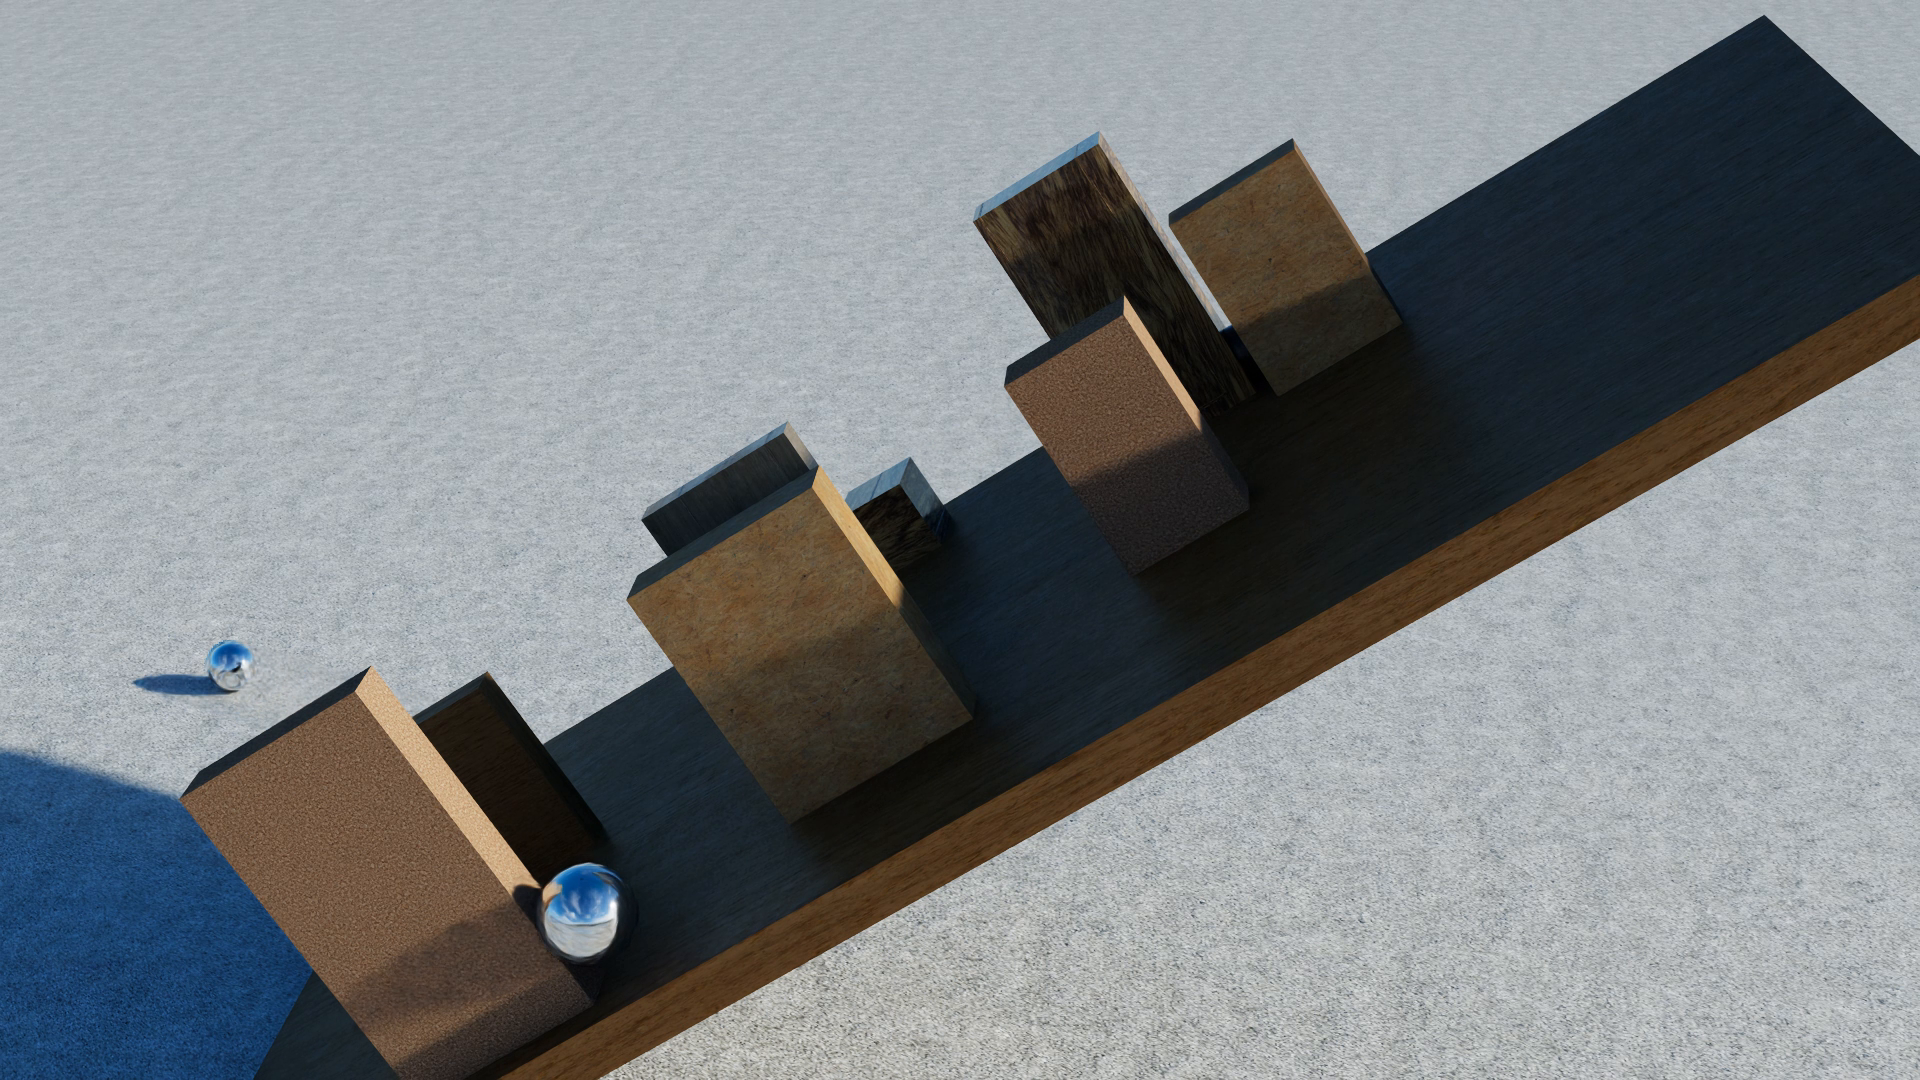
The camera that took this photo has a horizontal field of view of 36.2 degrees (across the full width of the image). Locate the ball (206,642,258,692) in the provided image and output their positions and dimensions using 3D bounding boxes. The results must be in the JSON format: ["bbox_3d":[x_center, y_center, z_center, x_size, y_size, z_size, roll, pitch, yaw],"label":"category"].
[{"bbox_3d":[-2.178,0.379,8.802,0.147,0.147,0.147,0,20,0],"label":"ball"}]

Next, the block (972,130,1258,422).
[{"bbox_3d":[0.349,-0.537,6.557,0.326,0.664,0.134,-31,15,14],"label":"block"}]

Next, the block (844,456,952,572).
[{"bbox_3d":[-0.157,-0.052,7.062,0.182,0.182,0.182,-29,16,18],"label":"block"}]

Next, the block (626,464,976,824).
[{"bbox_3d":[-0.309,0.211,5.825,0.441,0.567,0.136,-31,15,14],"label":"block"}]

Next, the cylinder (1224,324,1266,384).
[{"bbox_3d":[0.689,-0.448,6.574,0.144,0.144,0.144,-31,16,12],"label":"cylinder"}]

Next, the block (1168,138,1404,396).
[{"bbox_3d":[0.705,-0.589,6.377,0.314,0.452,0.111,-31,15,14],"label":"block"}]

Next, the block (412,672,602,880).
[{"bbox_3d":[-1.096,0.583,6.582,0.400,0.443,0.097,-31,15,14],"label":"block"}]

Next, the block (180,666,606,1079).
[{"bbox_3d":[-1.085,0.670,5.660,0.423,0.768,0.126,-31,15,14],"label":"block"}]

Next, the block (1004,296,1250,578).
[{"bbox_3d":[0.338,-0.208,5.928,0.280,0.476,0.141,-31,15,14],"label":"block"}]

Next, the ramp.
[{"bbox_3d":[0.140,0.170,6.295,4.000,0.100,2.000,-31,15,14],"label":"ramp"}]

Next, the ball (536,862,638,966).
[{"bbox_3d":[-0.709,0.712,5.595,0.195,0.195,0.195,0,20,0],"label":"ball"}]

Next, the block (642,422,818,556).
[{"bbox_3d":[-0.475,0.001,7.112,0.417,0.420,0.090,-31,15,14],"label":"block"}]
